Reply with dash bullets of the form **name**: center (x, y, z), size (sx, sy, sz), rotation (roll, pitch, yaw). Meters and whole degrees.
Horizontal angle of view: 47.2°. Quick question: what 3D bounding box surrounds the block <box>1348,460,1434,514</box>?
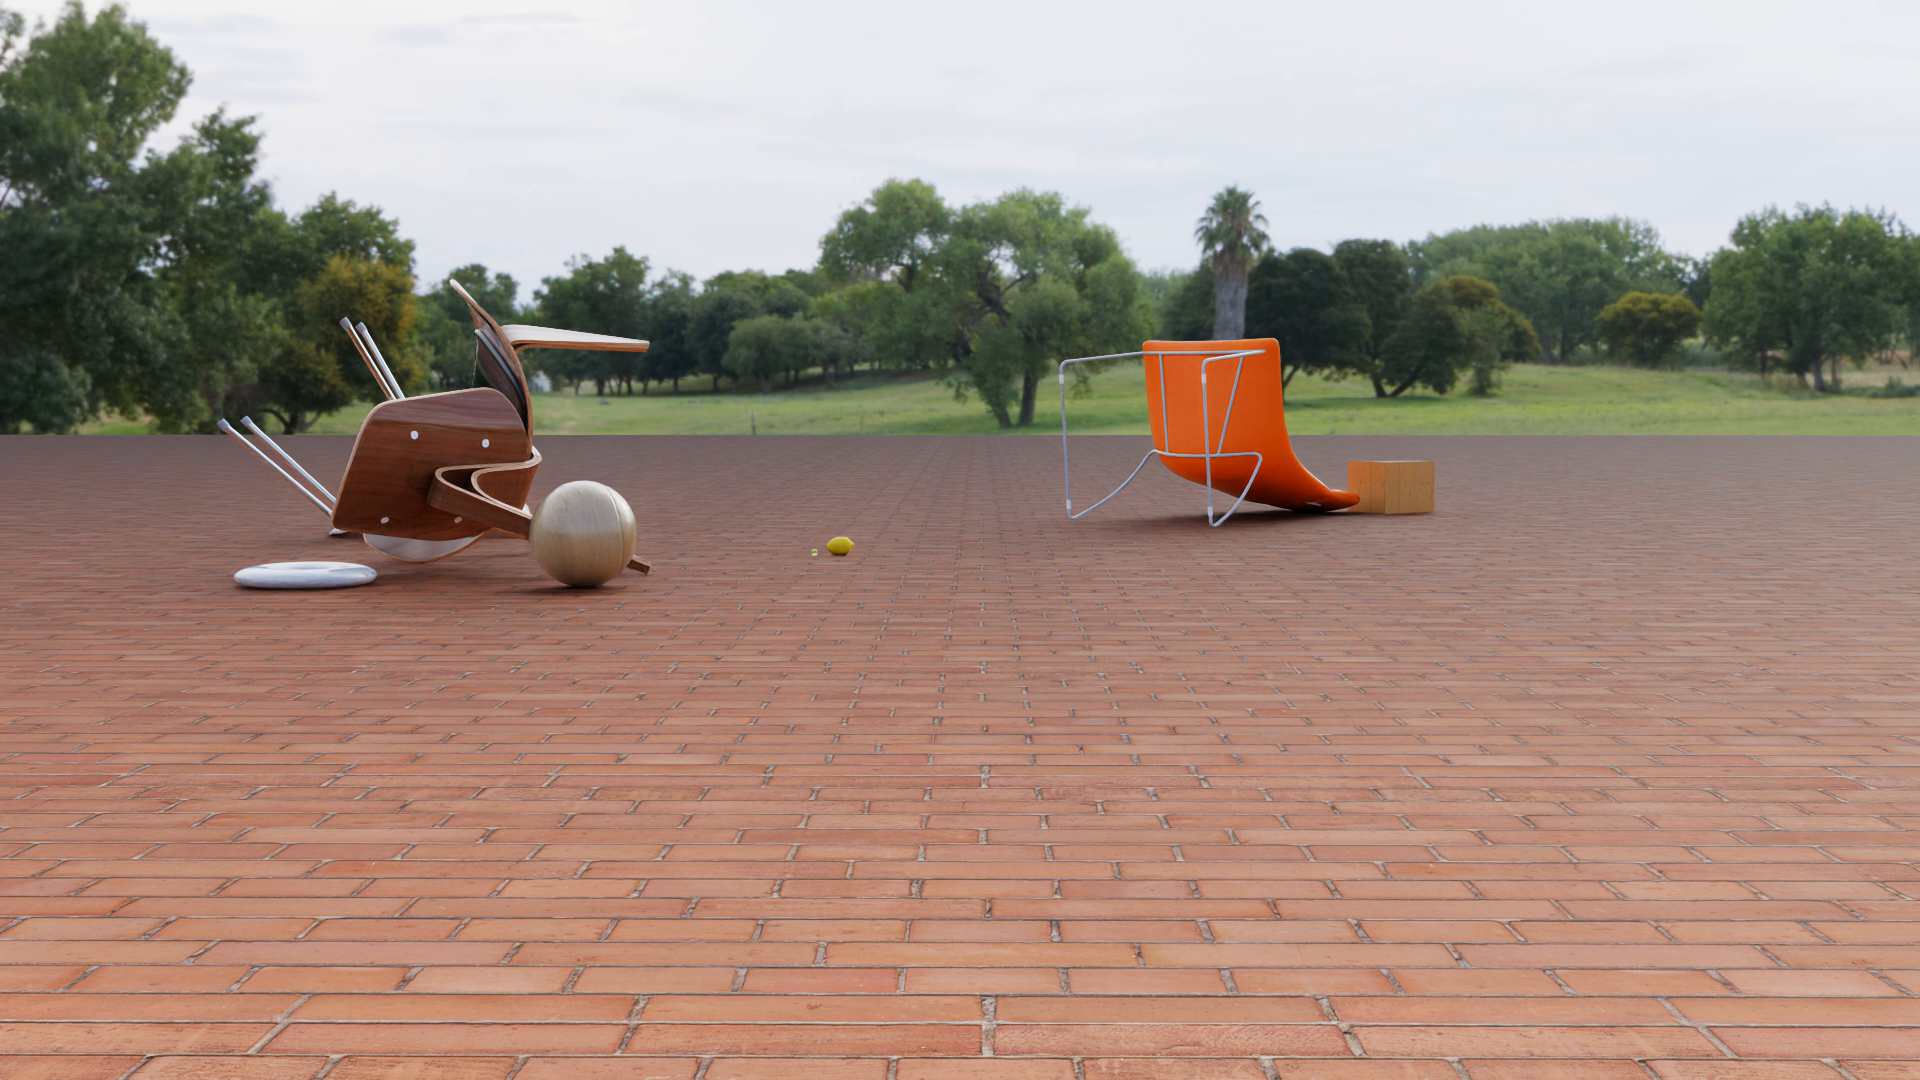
- **block**: center (1.580, -0.197, 8.061), size (0.236, 0.185, 0.204), rotation (-2, 5, -31)

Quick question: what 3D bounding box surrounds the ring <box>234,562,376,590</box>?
- **ring**: center (-1.498, 0.082, 5.037), size (0.315, 0.045, 0.322), rotation (0, 4, -7)

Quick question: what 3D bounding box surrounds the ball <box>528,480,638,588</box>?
- **ball**: center (-0.852, -0.014, 4.977), size (0.242, 0.242, 0.242), rotation (0, 4, 0)
